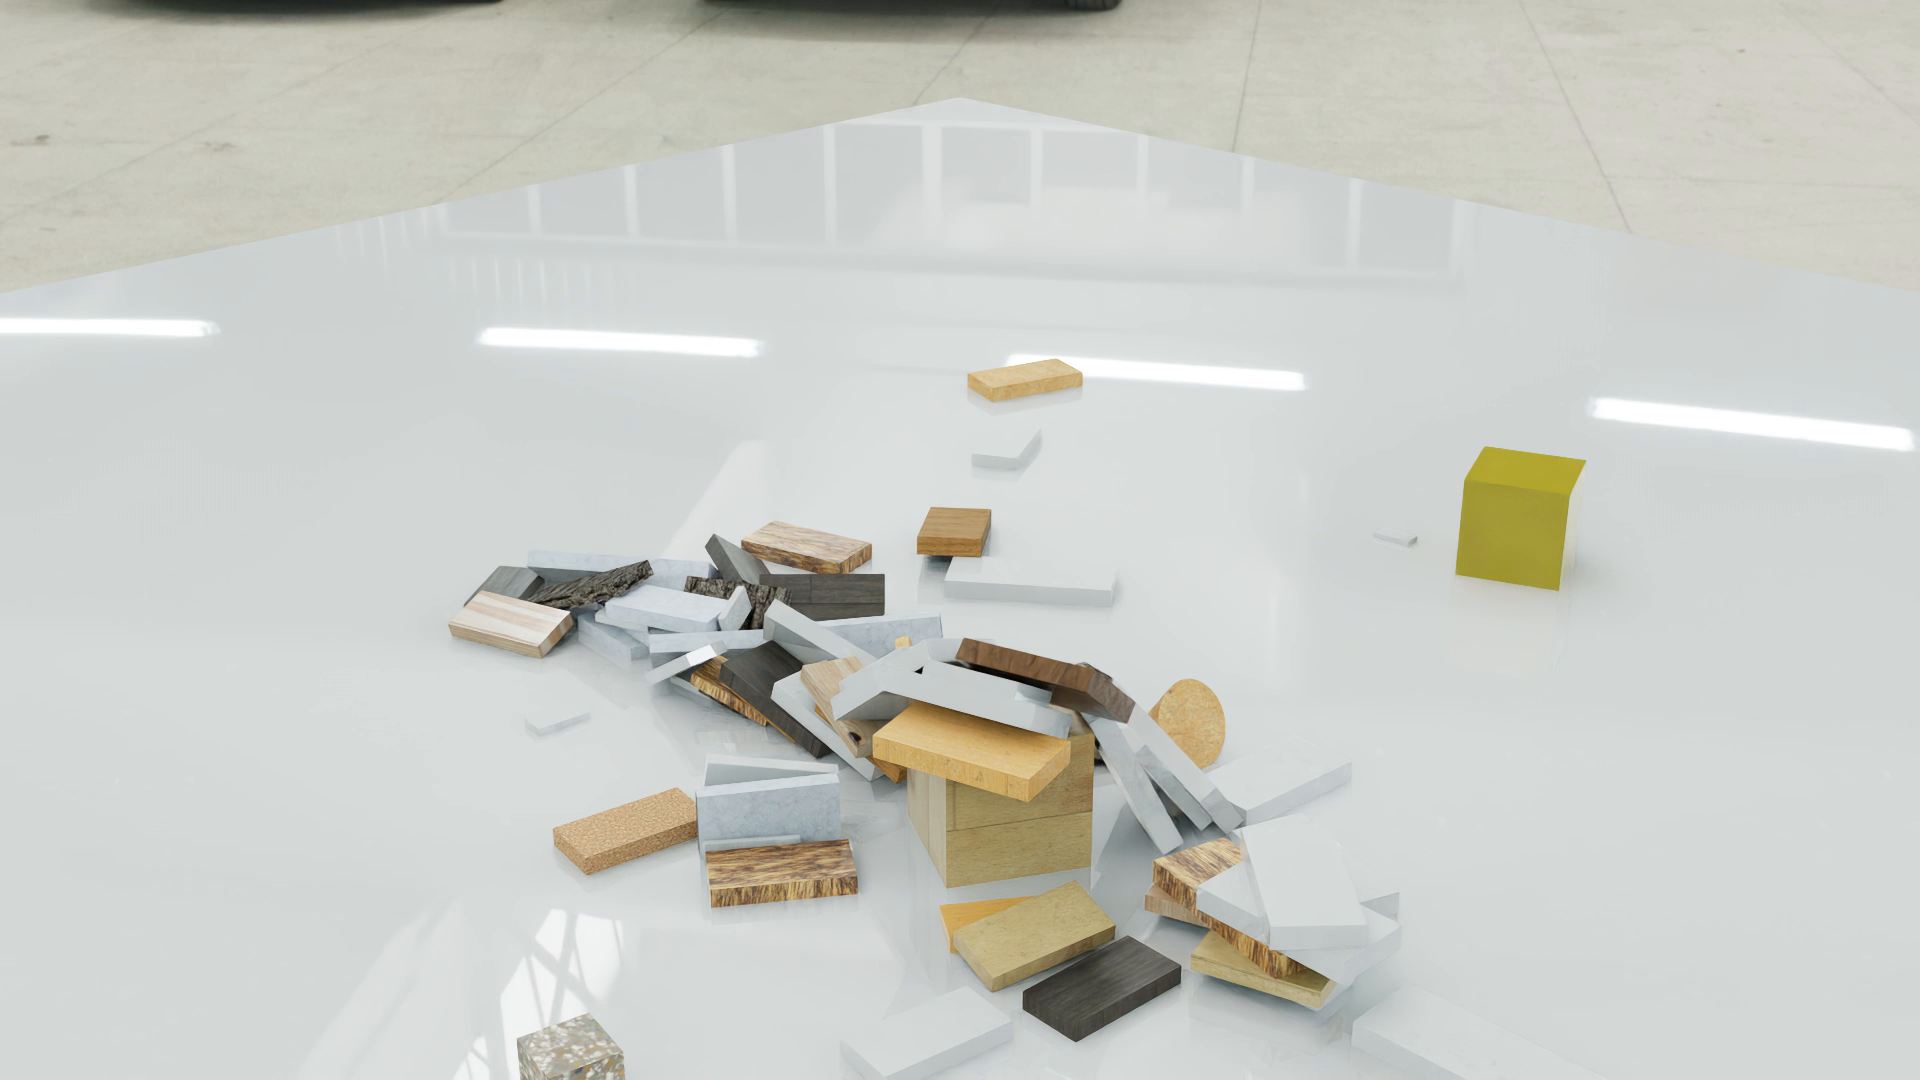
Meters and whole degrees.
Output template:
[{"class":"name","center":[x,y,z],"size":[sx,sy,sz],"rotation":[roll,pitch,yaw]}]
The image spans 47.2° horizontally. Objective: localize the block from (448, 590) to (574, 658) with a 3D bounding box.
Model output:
[{"class":"block","center":[-1.062,0.199,5.200],"size":[0.265,0.037,0.132],"rotation":[12,42,26]}]

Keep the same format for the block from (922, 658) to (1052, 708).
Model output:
[{"class":"block","center":[0.050,0.270,4.145],"size":[0.224,0.032,0.112],"rotation":[12,-5,38]}]

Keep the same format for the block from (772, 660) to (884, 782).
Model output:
[{"class":"block","center":[-0.240,0.382,4.687],"size":[0.310,0.044,0.155],"rotation":[37,39,28]}]

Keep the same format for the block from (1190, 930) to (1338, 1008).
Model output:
[{"class":"block","center":[0.542,0.746,3.872],"size":[0.241,0.034,0.121],"rotation":[12,26,27]}]

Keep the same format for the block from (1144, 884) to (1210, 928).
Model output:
[{"class":"block","center":[0.476,0.669,4.052],"size":[0.241,0.034,0.121],"rotation":[12,26,26]}]

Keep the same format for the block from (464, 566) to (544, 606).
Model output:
[{"class":"block","center":[-1.120,0.129,5.415],"size":[0.117,0.033,0.235],"rotation":[4,23,9]}]

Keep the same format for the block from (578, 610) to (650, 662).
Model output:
[{"class":"block","center":[-0.793,0.217,5.208],"size":[0.117,0.033,0.235],"rotation":[-18,29,-36]}]

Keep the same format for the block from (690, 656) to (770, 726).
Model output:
[{"class":"block","center":[-0.483,0.331,4.859],"size":[0.203,0.029,0.101],"rotation":[28,34,17]}]

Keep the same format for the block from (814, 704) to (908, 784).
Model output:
[{"class":"block","center":[-0.170,0.400,4.617],"size":[0.130,0.037,0.260],"rotation":[-21,48,-42]}]

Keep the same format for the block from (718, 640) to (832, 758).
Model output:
[{"class":"block","center":[-0.360,0.342,4.773],"size":[0.310,0.044,0.155],"rotation":[36,38,27]}]

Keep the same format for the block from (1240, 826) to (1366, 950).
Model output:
[{"class":"block","center":[0.598,0.607,3.860],"size":[0.163,0.046,0.326],"rotation":[-1,23,-2]}]

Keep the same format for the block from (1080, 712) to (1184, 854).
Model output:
[{"class":"block","center":[0.320,0.442,4.297],"size":[0.047,0.335,0.167],"rotation":[-31,24,-3]}]

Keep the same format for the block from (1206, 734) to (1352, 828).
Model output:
[{"class":"block","center":[0.641,0.496,4.535],"size":[0.318,0.045,0.159],"rotation":[-18,29,-36]}]

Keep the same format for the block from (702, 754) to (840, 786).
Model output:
[{"class":"block","center":[-0.379,0.500,4.362],"size":[0.260,0.130,0.037],"rotation":[6,22,-11]}]

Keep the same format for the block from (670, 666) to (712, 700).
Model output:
[{"class":"block","center":[-0.582,0.321,4.978],"size":[0.142,0.020,0.071],"rotation":[20,30,39]}]

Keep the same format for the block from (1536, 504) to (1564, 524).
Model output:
[{"class":"block","center":[1.586,-0.071,5.911],"size":[0.050,0.014,0.101],"rotation":[12,26,26]}]

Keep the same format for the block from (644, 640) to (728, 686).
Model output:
[{"class":"block","center":[-0.611,0.273,4.895],"size":[0.101,0.029,0.202],"rotation":[-22,-2,-38]}]

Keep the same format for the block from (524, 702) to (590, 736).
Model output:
[{"class":"block","center":[-0.881,0.392,4.814],"size":[0.127,0.018,0.063],"rotation":[-18,29,-37]}]

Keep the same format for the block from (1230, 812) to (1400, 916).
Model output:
[{"class":"block","center":[0.675,0.633,4.210],"size":[0.163,0.046,0.326],"rotation":[-11,25,-24]}]

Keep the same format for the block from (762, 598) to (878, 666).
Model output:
[{"class":"block","center":[-0.289,0.250,4.833],"size":[0.310,0.155,0.044],"rotation":[30,68,6]}]

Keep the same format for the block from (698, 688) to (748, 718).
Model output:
[{"class":"block","center":[-0.504,0.345,4.889],"size":[0.142,0.020,0.071],"rotation":[26,33,28]}]

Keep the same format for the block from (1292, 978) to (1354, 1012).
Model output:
[{"class":"block","center":[0.571,0.757,3.934],"size":[0.241,0.034,0.121],"rotation":[19,30,38]}]

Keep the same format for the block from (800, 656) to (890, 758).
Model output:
[{"class":"block","center":[-0.218,0.348,4.605],"size":[0.130,0.037,0.260],"rotation":[-8,41,-32]}]

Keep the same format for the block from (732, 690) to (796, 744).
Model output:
[{"class":"block","center":[-0.391,0.359,4.802],"size":[0.203,0.029,0.101],"rotation":[36,39,27]}]

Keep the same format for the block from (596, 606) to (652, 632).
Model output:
[{"class":"block","center":[-0.772,0.180,5.139],"size":[0.142,0.020,0.071],"rotation":[10,25,22]}]

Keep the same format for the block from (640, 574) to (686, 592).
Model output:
[{"class":"block","center":[-0.690,0.118,5.341],"size":[0.268,0.038,0.134],"rotation":[5,-13,12]}]

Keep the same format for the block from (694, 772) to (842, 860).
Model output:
[{"class":"block","center":[-0.375,0.541,4.308],"size":[0.278,0.139,0.039],"rotation":[-5,23,-11]}]

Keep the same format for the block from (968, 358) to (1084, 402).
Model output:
[{"class":"block","center":[0.204,-0.503,6.887],"size":[0.324,0.046,0.162],"rotation":[-12,26,-26]}]

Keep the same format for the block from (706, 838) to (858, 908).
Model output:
[{"class":"block","center":[-0.343,0.637,4.209],"size":[0.278,0.039,0.139],"rotation":[-4,23,-9]}]

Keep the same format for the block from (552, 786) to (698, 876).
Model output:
[{"class":"block","center":[-0.648,0.575,4.356],"size":[0.278,0.039,0.139],"rotation":[-16,28,-33]}]

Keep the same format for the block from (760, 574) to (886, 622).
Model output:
[{"class":"block","center":[-0.326,0.157,5.210],"size":[0.297,0.148,0.042],"rotation":[0,-17,-1]}]

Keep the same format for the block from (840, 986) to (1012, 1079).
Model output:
[{"class":"block","center":[-0.056,0.844,3.723],"size":[0.263,0.037,0.131],"rotation":[-16,28,-33]}]

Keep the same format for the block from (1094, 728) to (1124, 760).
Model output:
[{"class":"block","center":[0.278,0.425,4.666],"size":[0.204,0.029,0.102],"rotation":[11,22,-7]}]

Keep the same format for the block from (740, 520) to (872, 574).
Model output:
[{"class":"block","center":[-0.395,0.023,5.652],"size":[0.302,0.043,0.151],"rotation":[13,26,28]}]
